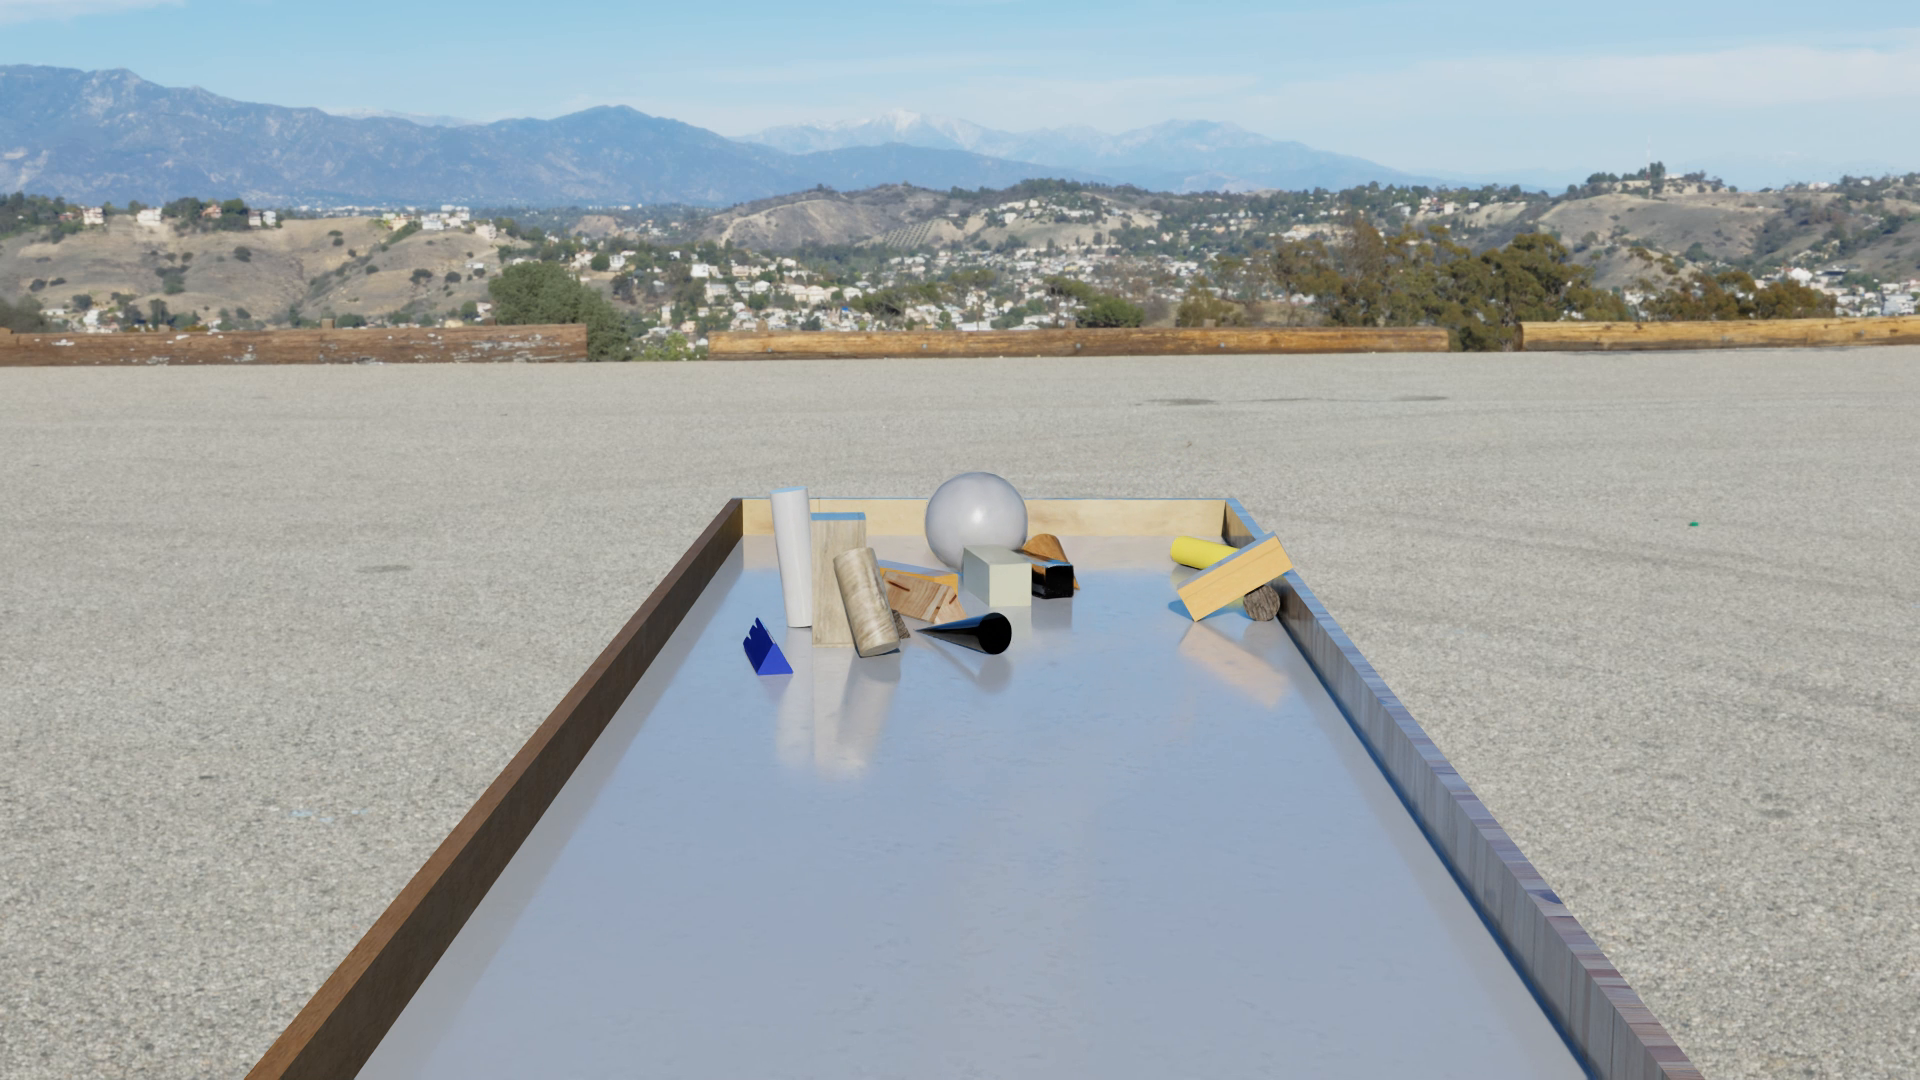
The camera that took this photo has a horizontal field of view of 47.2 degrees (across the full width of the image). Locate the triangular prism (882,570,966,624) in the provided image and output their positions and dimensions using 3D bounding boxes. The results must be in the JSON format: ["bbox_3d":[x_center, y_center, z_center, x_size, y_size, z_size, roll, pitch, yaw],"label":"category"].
[{"bbox_3d":[-0.142,0.187,7.438,0.135,0.117,0.385,-6,11,-35],"label":"triangular prism"}]

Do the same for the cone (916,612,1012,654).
[{"bbox_3d":[-0.021,0.291,6.966,0.130,0.130,0.454,-6,3,-35],"label":"cone"}]

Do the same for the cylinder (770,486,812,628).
[{"bbox_3d":[-0.534,0.054,7.207,0.126,0.445,0.126,-7,8,1],"label":"cylinder"}]

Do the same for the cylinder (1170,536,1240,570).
[{"bbox_3d":[0.945,0.064,8.261,0.109,0.109,0.387,-5,10,-28],"label":"cylinder"}]

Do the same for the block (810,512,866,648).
[{"bbox_3d":[-0.382,0.125,6.933,0.171,0.403,0.171,-1,9,-5],"label":"block"}]

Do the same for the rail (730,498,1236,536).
[{"bbox_3d":[0.099,-0.098,9.147,2.100,0.150,0.050,0,9,1],"label":"rail"}]

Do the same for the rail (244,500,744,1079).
[{"bbox_3d":[-1.004,0.839,3.234,0.050,0.150,12.000,0,9,1],"label":"rail"}]

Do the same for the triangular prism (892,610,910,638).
[{"bbox_3d":[-0.333,0.240,7.183,0.106,0.092,0.457,-6,11,-35],"label":"triangular prism"}]

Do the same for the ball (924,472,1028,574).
[{"bbox_3d":[0.062,-0.062,8.165,0.387,0.387,0.387,0,9,0],"label":"ball"}]

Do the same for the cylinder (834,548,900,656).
[{"bbox_3d":[-0.286,0.190,6.739,0.131,0.310,0.131,-16,-14,-4],"label":"cylinder"}]

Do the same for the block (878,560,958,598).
[{"bbox_3d":[-0.185,0.152,7.700,0.109,0.109,0.399,-8,12,-43],"label":"block"}]

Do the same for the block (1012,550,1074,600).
[{"bbox_3d":[0.261,0.121,7.878,0.115,0.115,0.383,-4,10,-26],"label":"block"}]

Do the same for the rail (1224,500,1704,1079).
[{"bbox_3d":[1.046,0.843,3.208,0.050,0.150,12.000,0,9,1],"label":"rail"}]

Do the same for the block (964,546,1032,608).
[{"bbox_3d":[0.129,0.125,7.751,0.147,0.147,0.399,-2,9,-13],"label":"block"}]

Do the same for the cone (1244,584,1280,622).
[{"bbox_3d":[1.040,0.213,7.476,0.122,0.122,0.348,2,-1,13],"label":"cone"}]

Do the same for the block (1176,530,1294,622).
[{"bbox_3d":[0.914,0.120,7.319,0.371,0.121,0.121,-30,5,9],"label":"block"}]

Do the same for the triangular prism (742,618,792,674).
[{"bbox_3d":[-0.590,0.317,6.699,0.106,0.092,0.428,-2,9,-11],"label":"triangular prism"}]

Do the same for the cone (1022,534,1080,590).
[{"bbox_3d":[0.365,0.118,7.996,0.176,0.176,0.304,-5,26,-27],"label":"cone"}]
